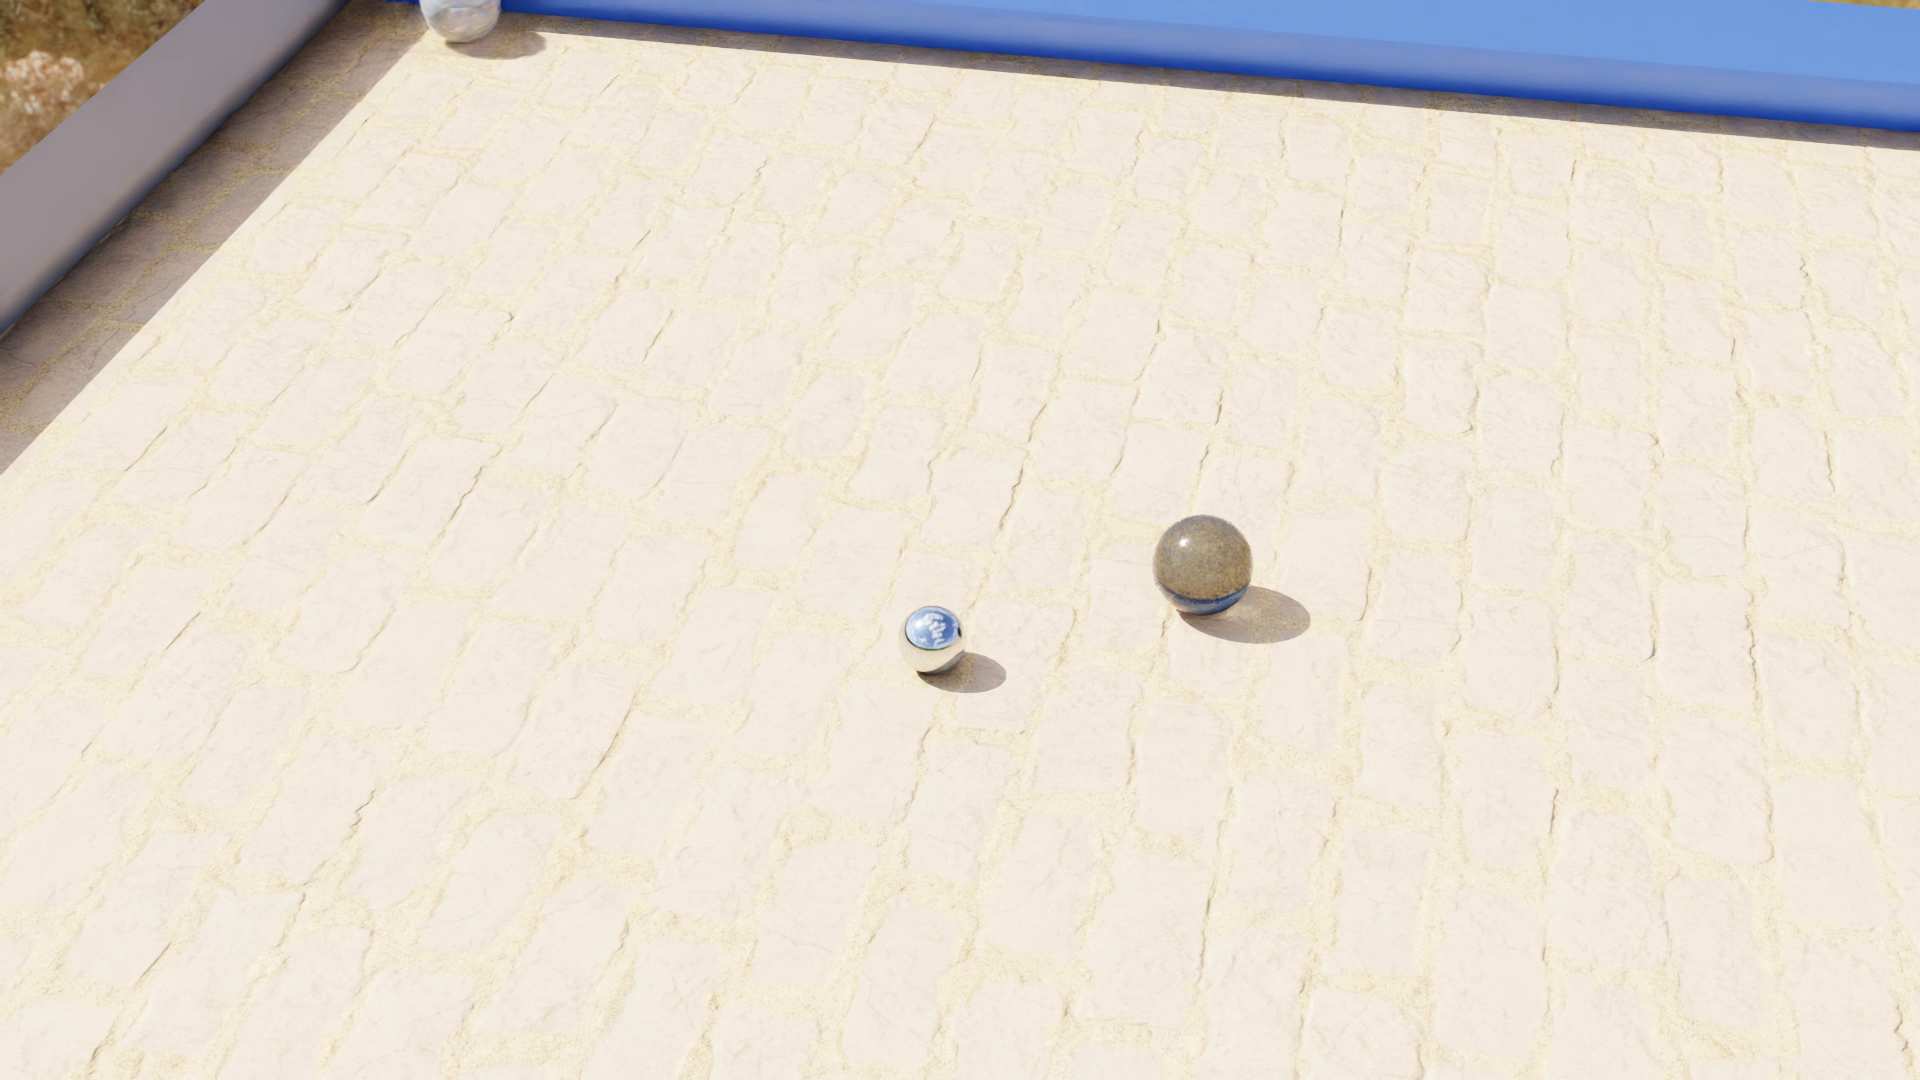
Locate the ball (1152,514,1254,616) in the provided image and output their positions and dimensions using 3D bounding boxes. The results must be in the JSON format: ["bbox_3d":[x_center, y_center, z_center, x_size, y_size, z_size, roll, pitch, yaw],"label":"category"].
[{"bbox_3d":[0.181,0.018,1.910,0.075,0.075,0.075,0,34,0],"label":"ball"}]

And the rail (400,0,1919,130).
[{"bbox_3d":[1.090,-0.444,2.542,3.646,0.128,0.045,7,35,10],"label":"rail"}]

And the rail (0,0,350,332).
[{"bbox_3d":[-0.869,-0.126,2.074,0.045,0.128,1.964,7,35,10],"label":"rail"}]

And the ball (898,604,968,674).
[{"bbox_3d":[-0.020,0.072,1.854,0.050,0.050,0.050,0,34,0],"label":"ball"}]

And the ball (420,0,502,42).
[{"bbox_3d":[-0.542,-0.585,2.786,0.088,0.088,0.088,0,34,0],"label":"ball"}]
